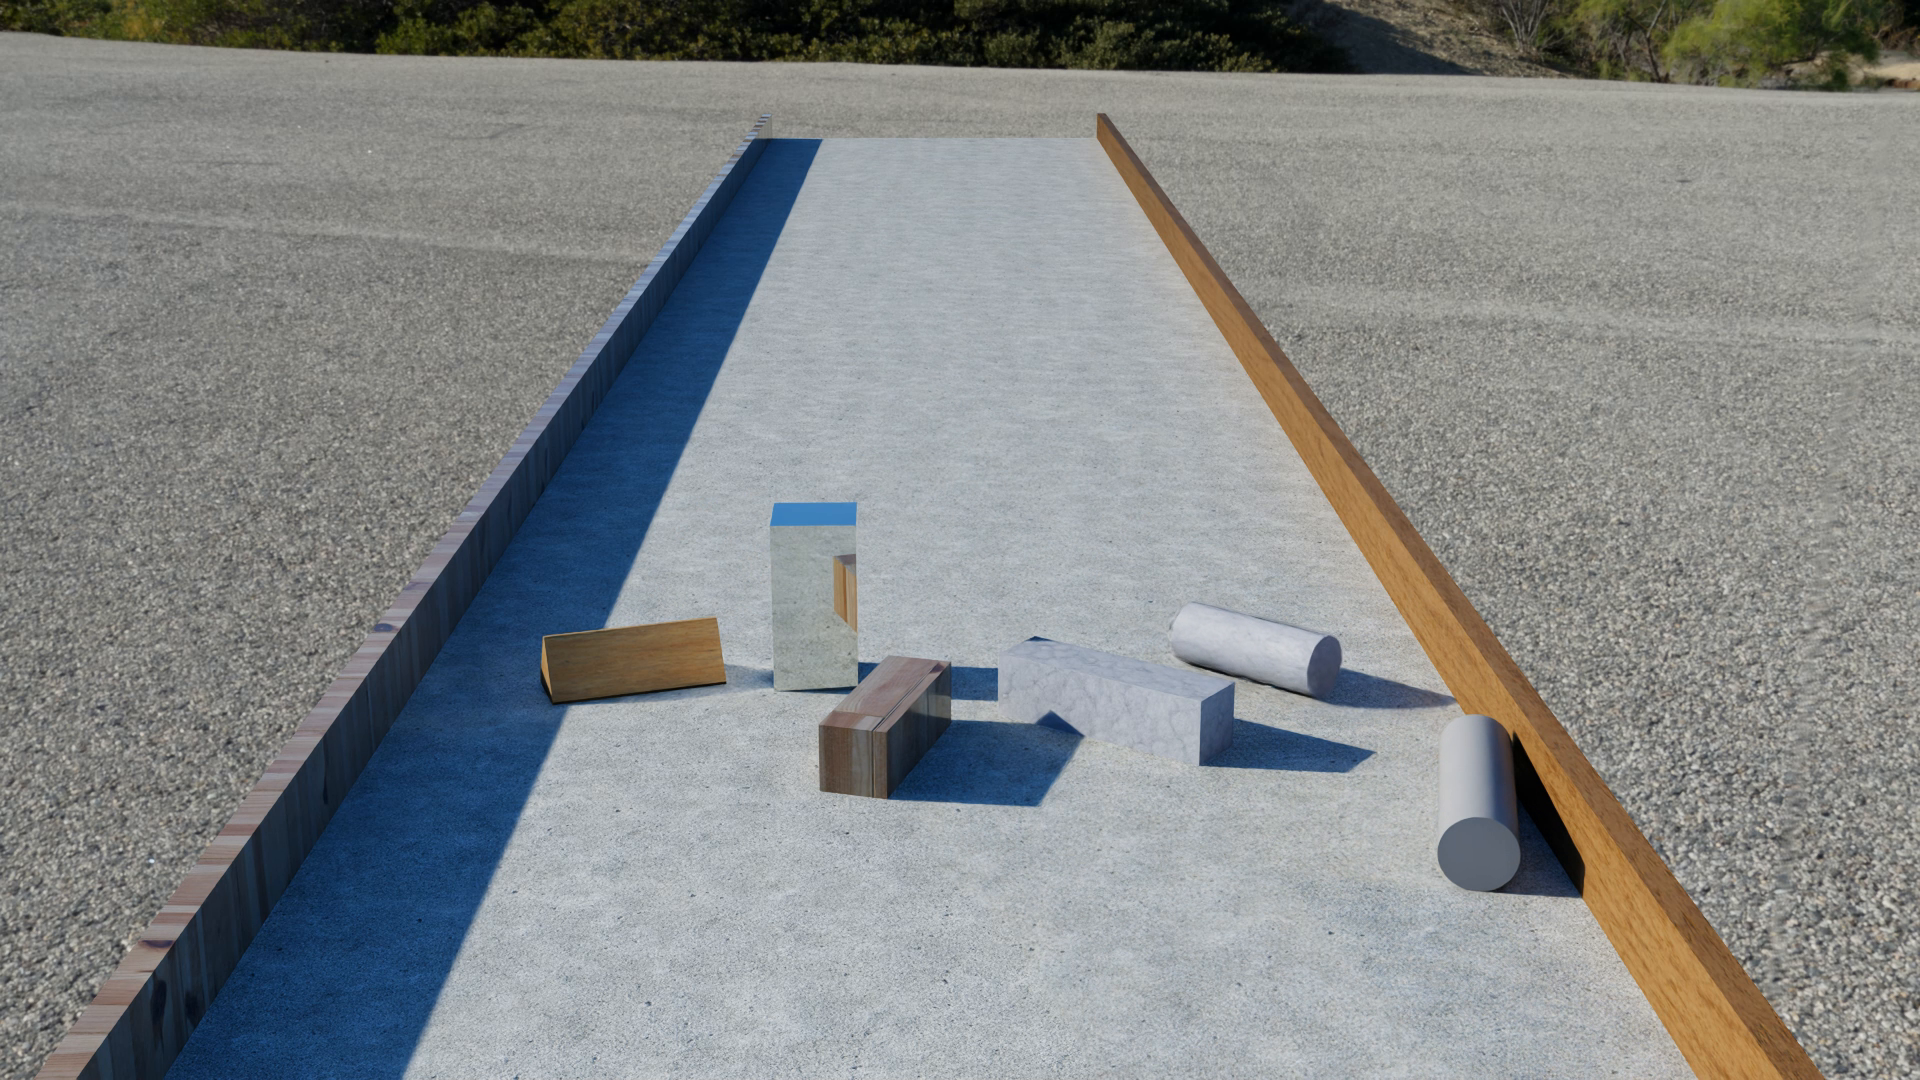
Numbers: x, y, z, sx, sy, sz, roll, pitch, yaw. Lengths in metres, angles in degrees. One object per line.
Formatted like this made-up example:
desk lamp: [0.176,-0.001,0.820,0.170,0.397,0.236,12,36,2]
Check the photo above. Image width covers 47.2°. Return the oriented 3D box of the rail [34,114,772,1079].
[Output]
rail: [-1.118,-0.838,7.780,0.050,0.150,12.000,0,17,-1]

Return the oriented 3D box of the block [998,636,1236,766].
block: [0.282,0.291,4.035,0.433,0.122,0.122,12,20,34]

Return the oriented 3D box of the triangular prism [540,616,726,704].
triangular prism: [-0.636,0.222,4.268,0.338,0.115,0.133,-6,18,-19]

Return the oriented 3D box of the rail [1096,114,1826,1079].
rail: [0.932,-0.844,7.801,0.050,0.150,12.000,0,17,-1]

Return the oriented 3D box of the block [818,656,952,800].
block: [-0.129,0.328,3.911,0.122,0.122,0.370,5,17,16]

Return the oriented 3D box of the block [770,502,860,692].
block: [-0.280,0.109,4.277,0.162,0.332,0.162,0,17,-2]

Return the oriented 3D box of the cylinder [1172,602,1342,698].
cylinder: [0.577,0.213,4.299,0.315,0.121,0.121,14,22,39]

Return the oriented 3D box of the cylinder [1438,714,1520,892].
cylinder: [0.844,0.422,3.591,0.125,0.125,0.445,3,17,12]
